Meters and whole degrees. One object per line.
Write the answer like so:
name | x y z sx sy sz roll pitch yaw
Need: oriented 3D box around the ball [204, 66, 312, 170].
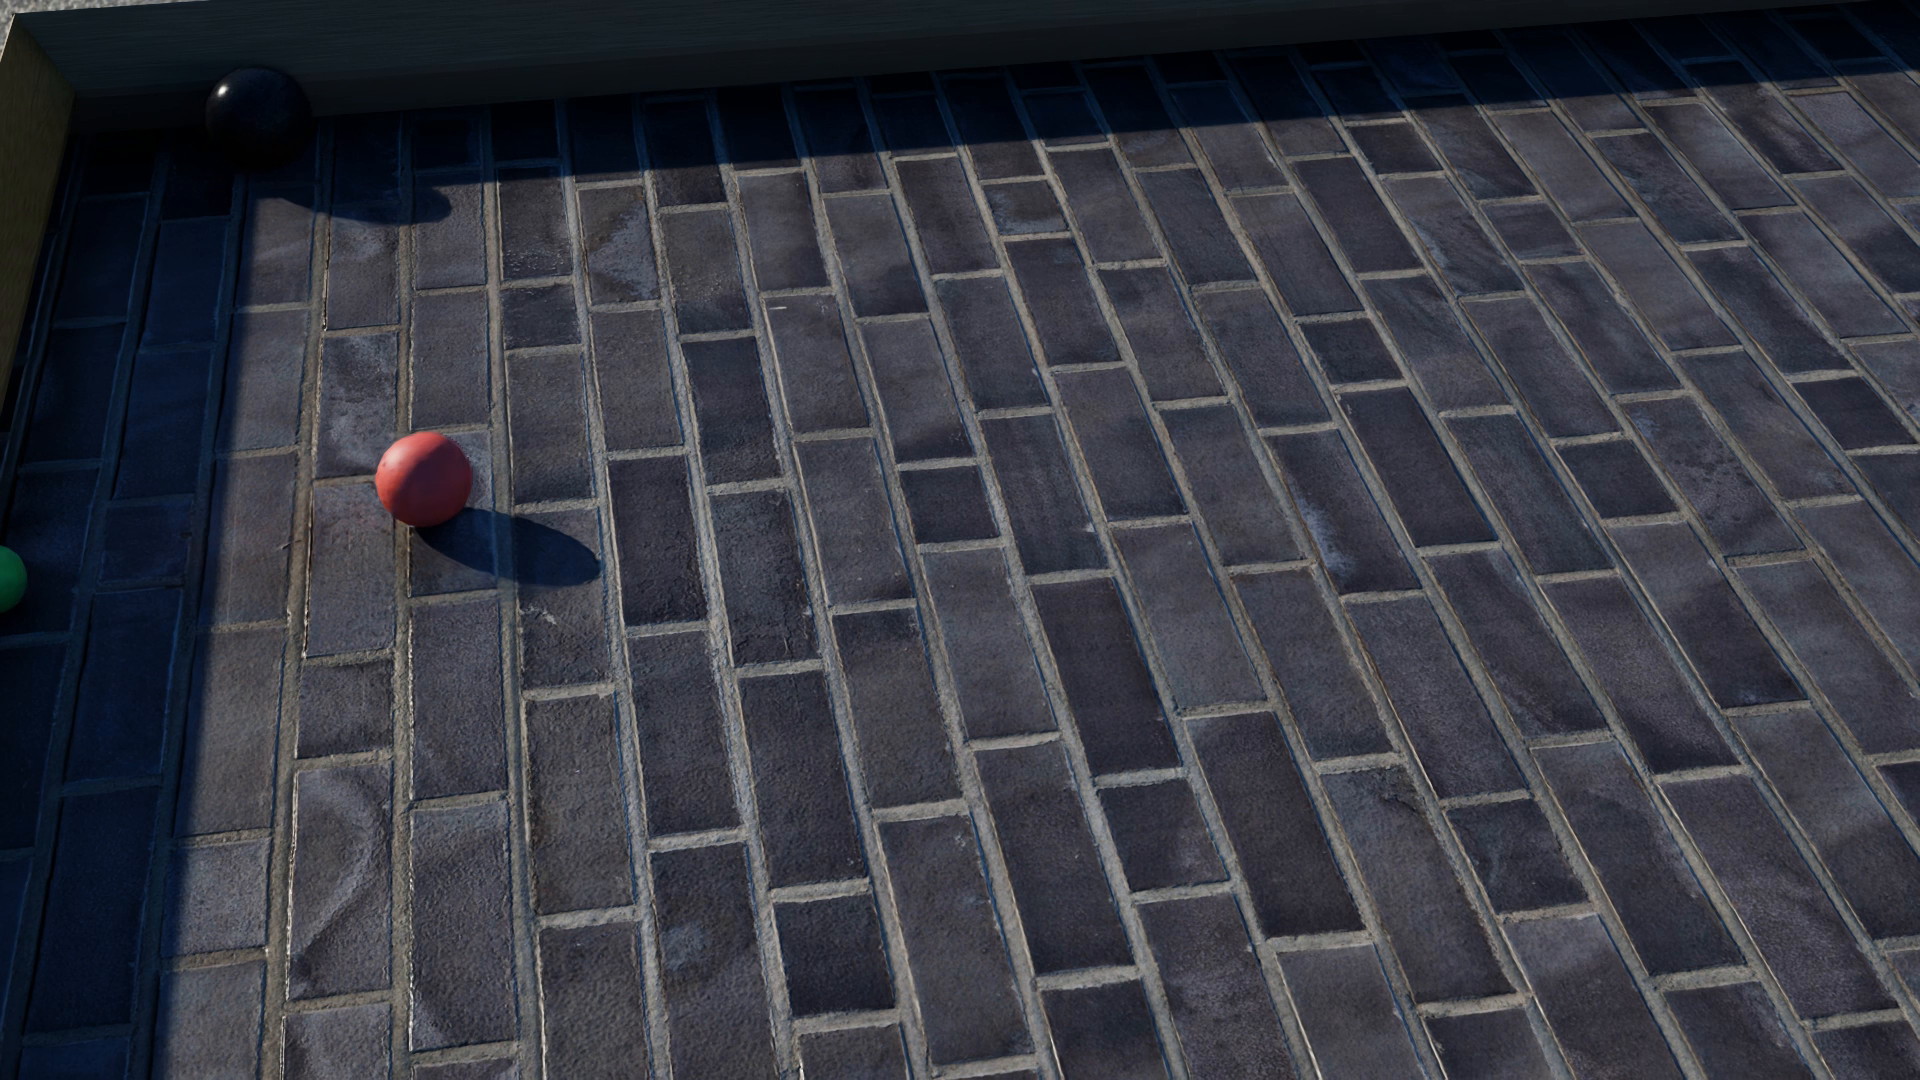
ball | -0.586 -0.352 2.141 0.086 0.086 0.086 0 36 0

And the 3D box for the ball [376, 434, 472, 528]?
ball | -0.361 -0.040 1.728 0.063 0.063 0.063 0 36 0

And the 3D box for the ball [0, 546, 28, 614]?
ball | -0.624 0.025 1.651 0.046 0.046 0.046 0 36 0

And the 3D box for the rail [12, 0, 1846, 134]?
rail | 0.537 -0.514 2.342 2.688 0.112 0.045 -6 36 -8

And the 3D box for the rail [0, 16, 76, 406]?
rail | -0.639 0.045 1.566 0.045 0.112 1.536 -6 36 -8
